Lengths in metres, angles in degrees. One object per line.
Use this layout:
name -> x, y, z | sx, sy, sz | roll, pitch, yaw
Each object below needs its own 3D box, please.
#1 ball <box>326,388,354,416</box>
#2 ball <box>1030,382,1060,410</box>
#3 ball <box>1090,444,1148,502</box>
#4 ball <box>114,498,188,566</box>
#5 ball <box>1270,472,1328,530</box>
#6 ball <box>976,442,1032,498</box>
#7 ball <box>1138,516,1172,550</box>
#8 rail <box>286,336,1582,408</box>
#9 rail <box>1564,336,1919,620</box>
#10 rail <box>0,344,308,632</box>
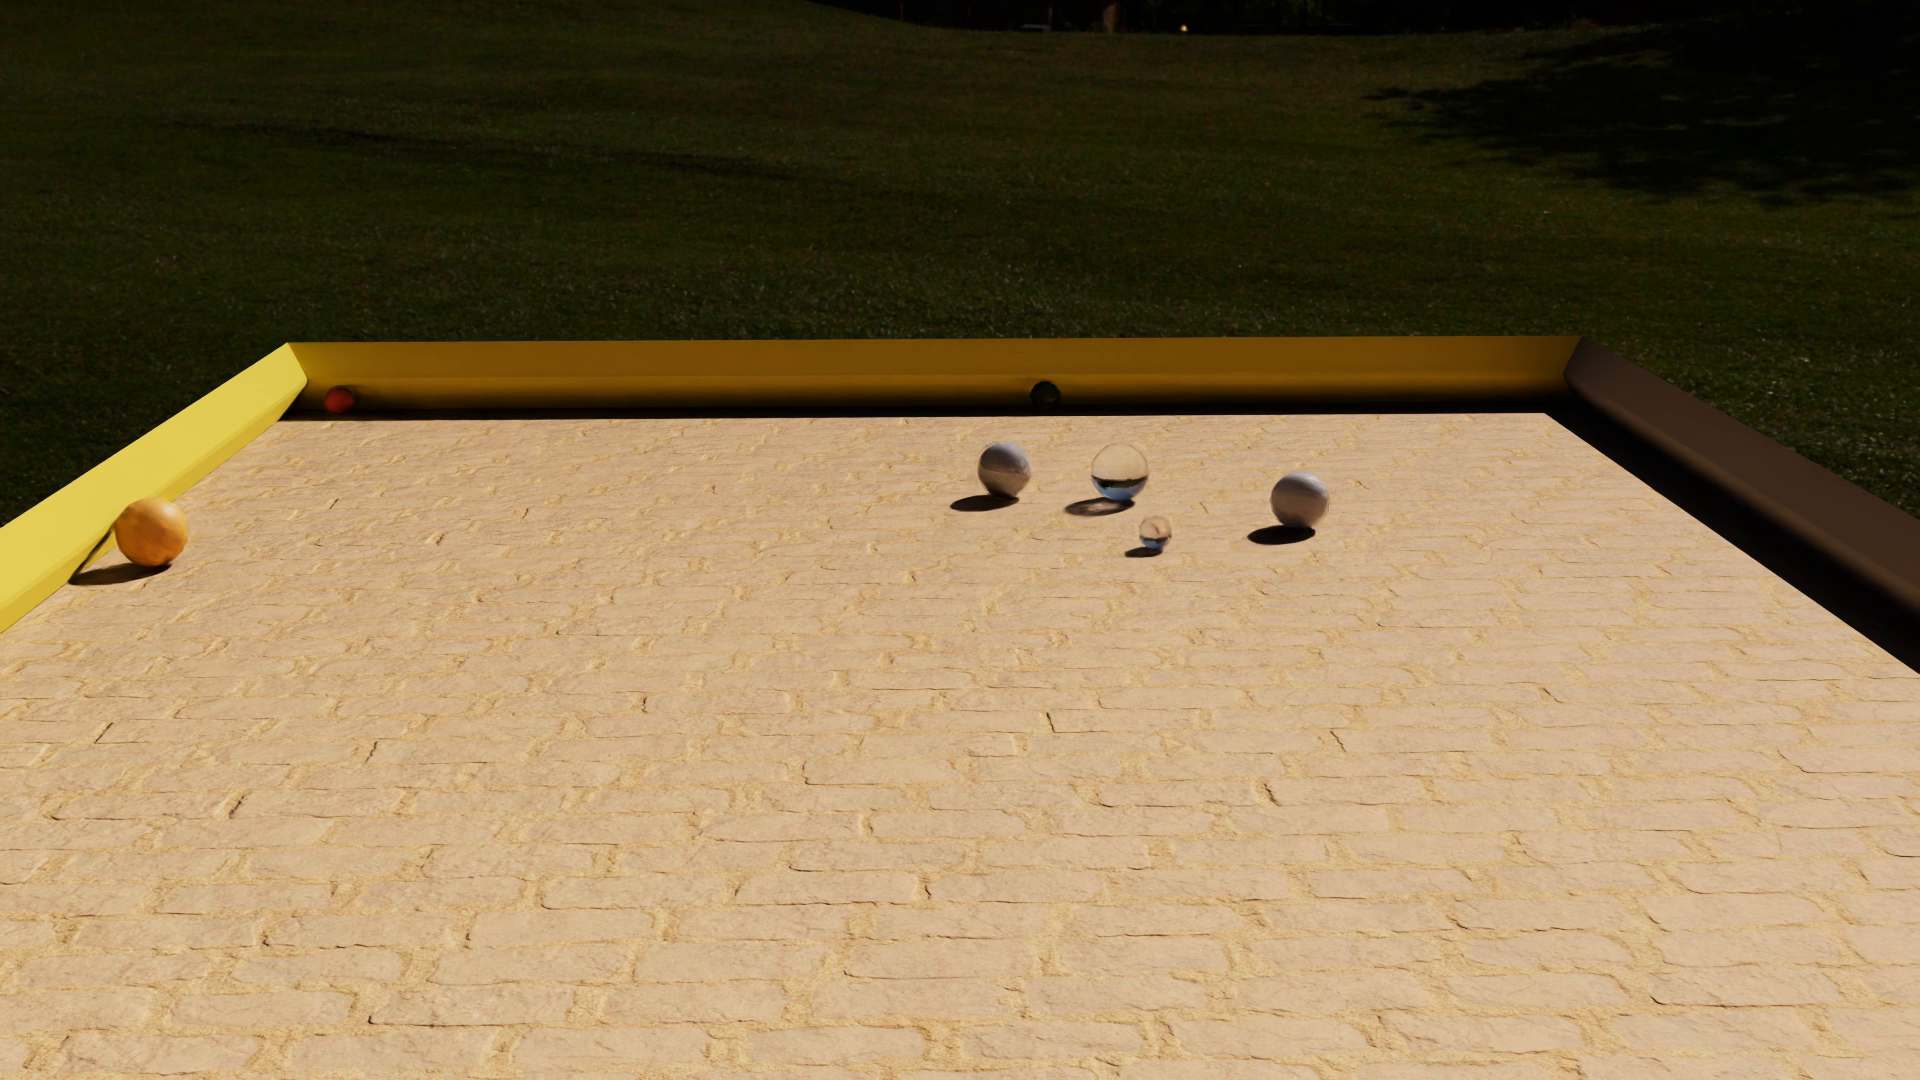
ball -> -1.102, -0.247, 3.911 | 0.049, 0.049, 0.049 | 0, 15, 0
ball -> 0.152, -0.258, 3.947 | 0.053, 0.053, 0.053 | 0, 15, 0
ball -> 0.239, -0.102, 3.292 | 0.087, 0.087, 0.087 | 0, 15, 0
ball -> -1.080, -0.010, 2.939 | 0.093, 0.093, 0.093 | 0, 15, 0
ball -> 0.483, -0.056, 3.132 | 0.082, 0.082, 0.082 | 0, 15, 0
ball -> 0.067, -0.105, 3.315 | 0.083, 0.083, 0.083 | 0, 15, 0
ball -> 0.269, -0.010, 3.029 | 0.046, 0.046, 0.046 | 0, 15, 0
rail -> -0.034, -0.298, 3.963 | 2.342, 0.120, 0.045 | 0, 15, -2
rail -> 1.182, 0.241, 1.937 | 0.045, 0.120, 4.317 | 0, 15, -2
rail -> -1.112, 0.260, 1.865 | 0.045, 0.120, 4.317 | 0, 15, -2
